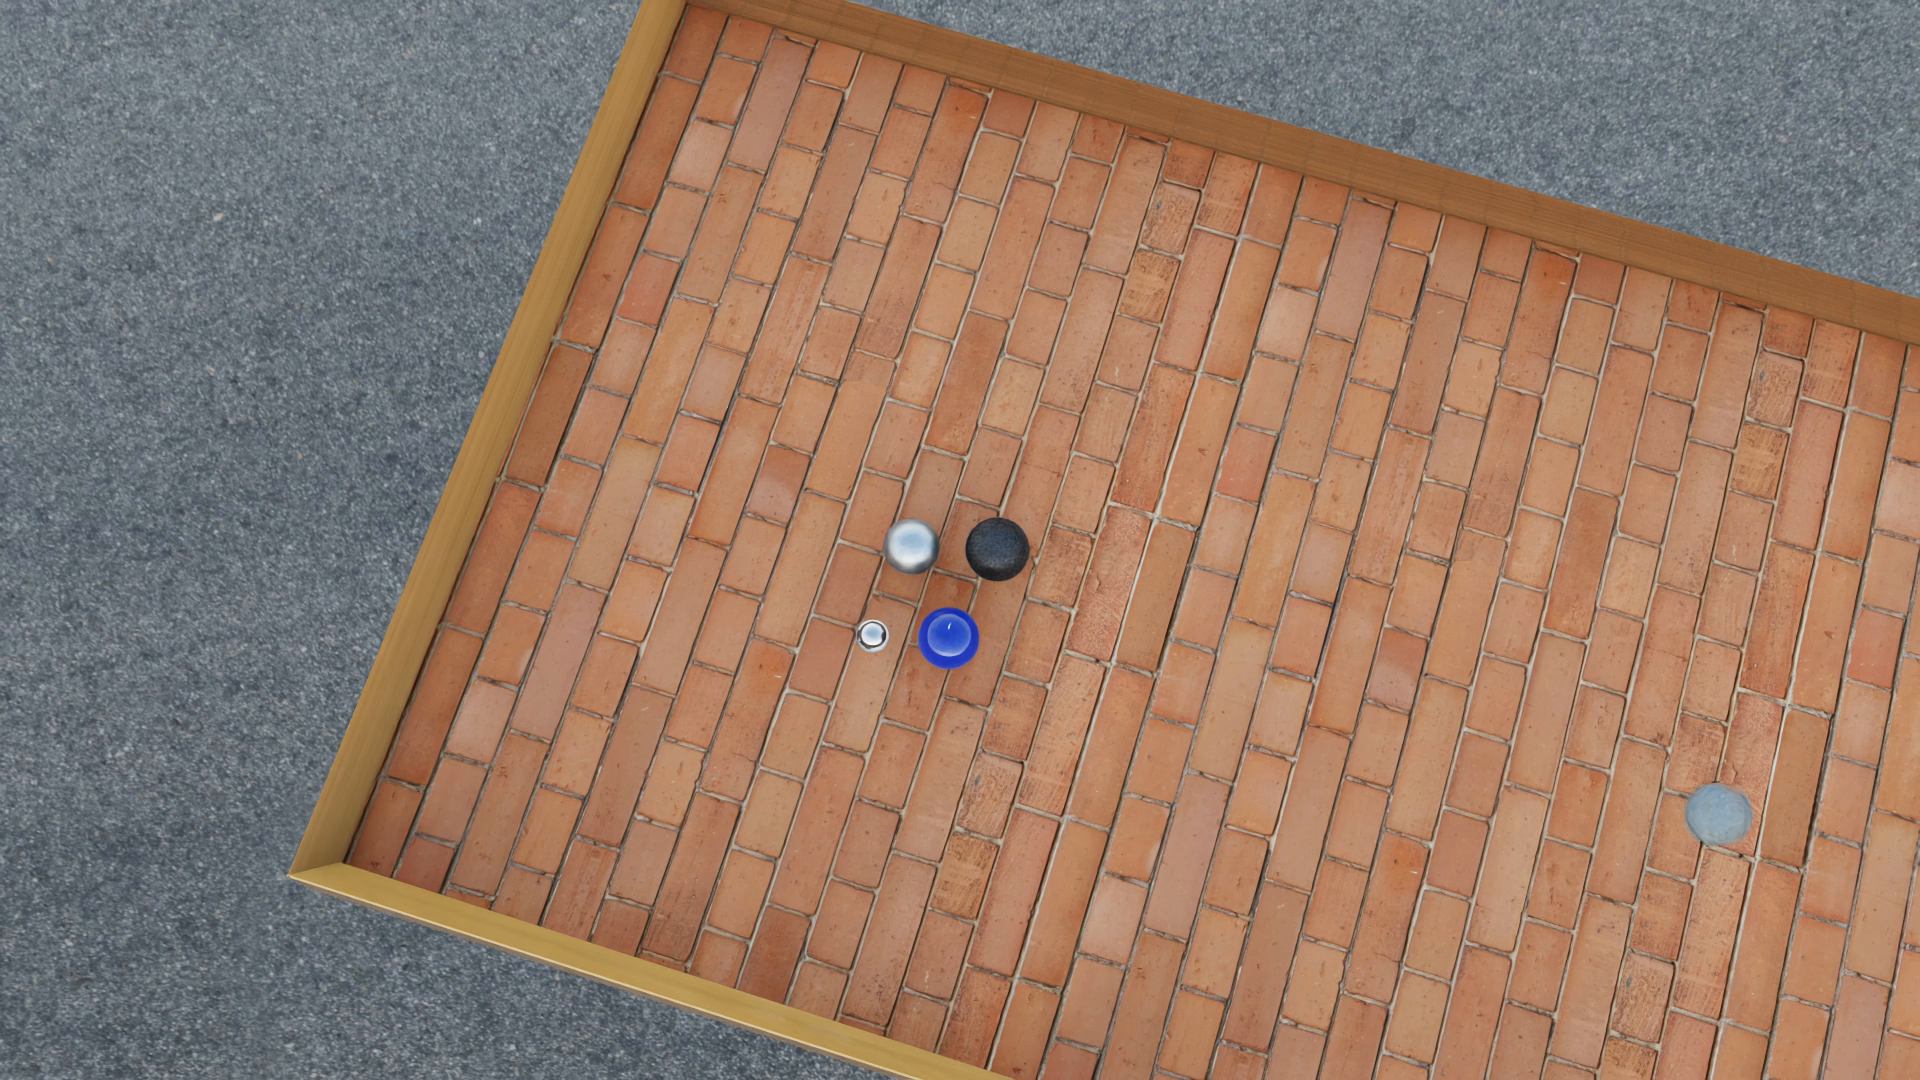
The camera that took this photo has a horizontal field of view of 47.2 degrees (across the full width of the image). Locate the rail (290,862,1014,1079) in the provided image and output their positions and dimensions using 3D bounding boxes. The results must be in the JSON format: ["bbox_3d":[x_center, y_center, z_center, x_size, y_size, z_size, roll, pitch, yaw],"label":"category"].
[{"bbox_3d":[0.493,0.911,3.072,3.033,0.129,0.045,17,73,5],"label":"rail"}]

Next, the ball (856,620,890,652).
[{"bbox_3d":[-0.133,0.146,3.355,0.050,0.050,0.050,0,73,0],"label":"ball"}]

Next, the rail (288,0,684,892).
[{"bbox_3d":[-0.701,-0.217,3.427,0.045,0.129,1.590,17,73,5],"label":"rail"}]

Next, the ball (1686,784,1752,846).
[{"bbox_3d":[1.122,0.407,3.251,0.092,0.092,0.092,0,73,0],"label":"ball"}]

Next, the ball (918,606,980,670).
[{"bbox_3d":[-0.017,0.149,3.330,0.095,0.095,0.095,0,73,0],"label":"ball"}]

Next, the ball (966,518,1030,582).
[{"bbox_3d":[0.057,0.014,3.371,0.099,0.099,0.099,0,73,0],"label":"ball"}]

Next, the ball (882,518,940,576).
[{"bbox_3d":[-0.075,0.010,3.378,0.088,0.088,0.088,0,73,0],"label":"ball"}]

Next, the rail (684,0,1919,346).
[{"bbox_3d":[0.954,-0.492,3.514,3.033,0.129,0.045,17,73,5],"label":"rail"}]
